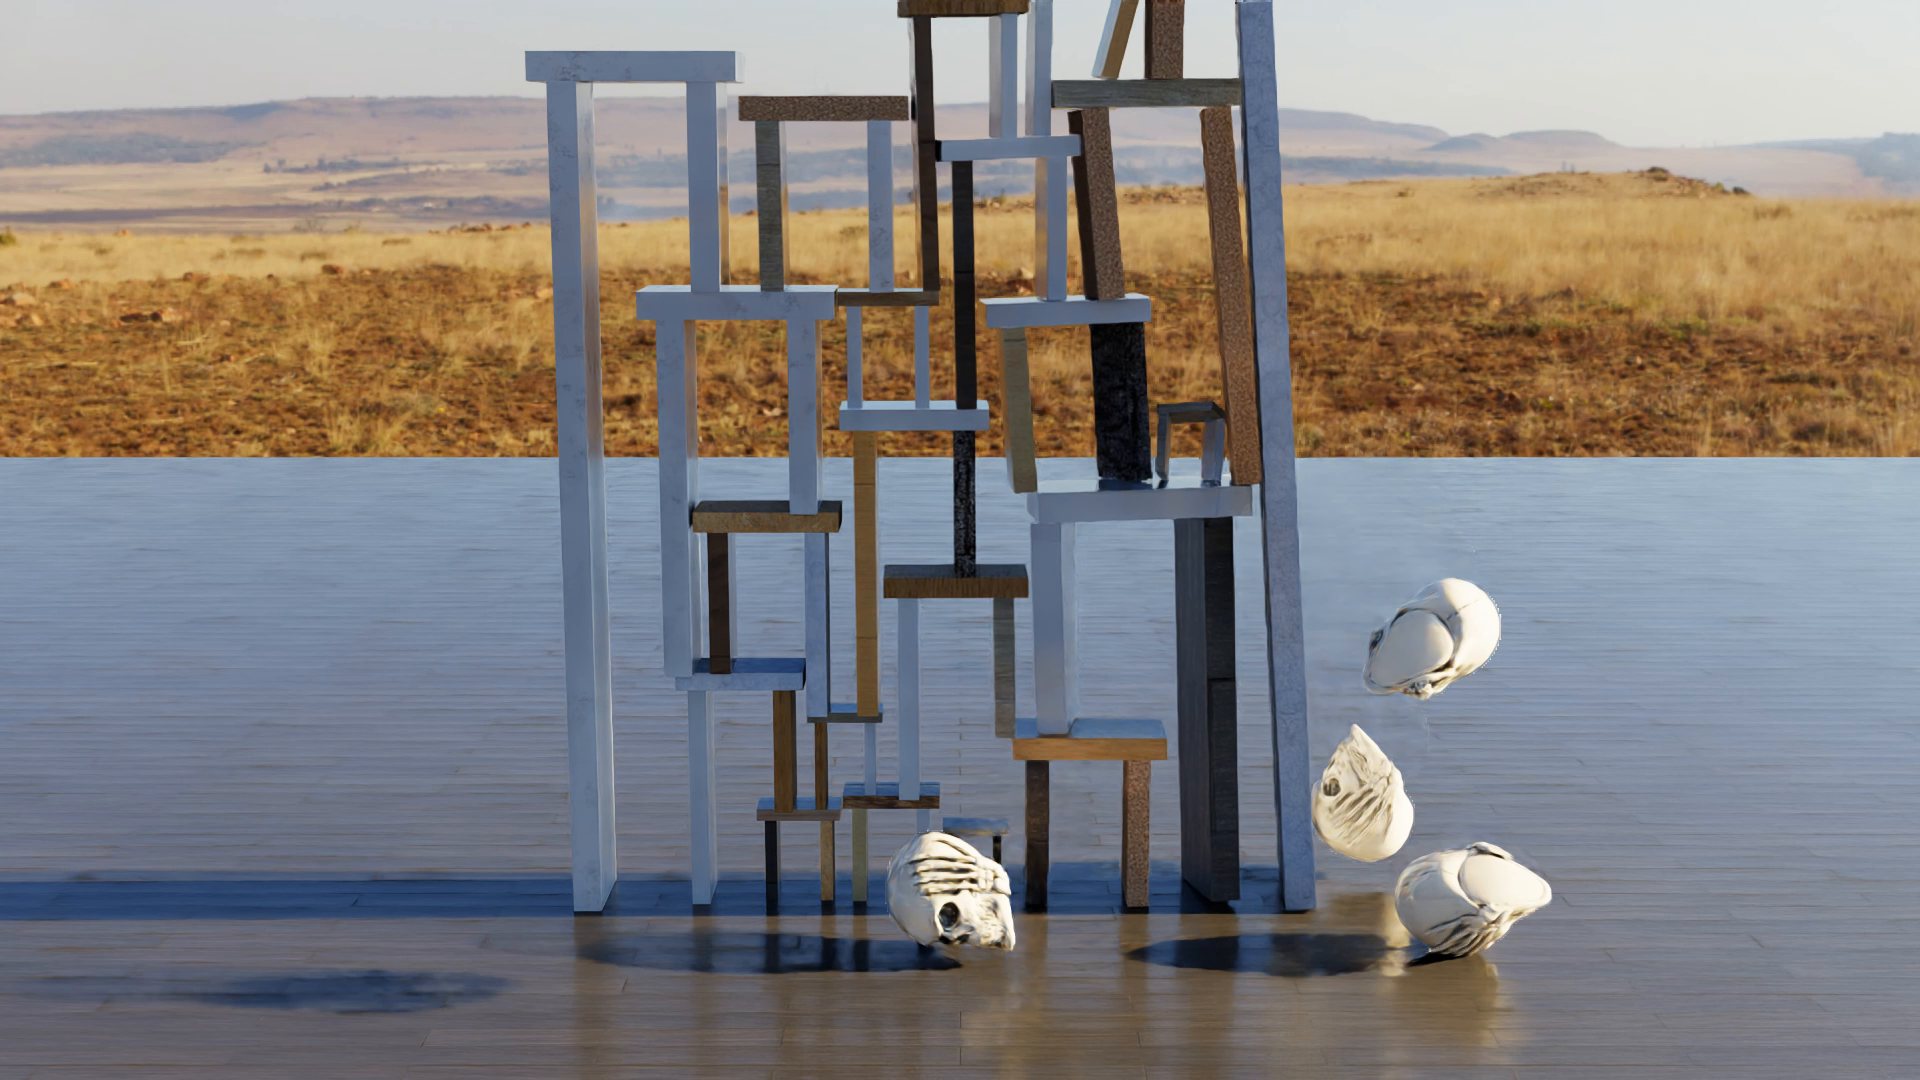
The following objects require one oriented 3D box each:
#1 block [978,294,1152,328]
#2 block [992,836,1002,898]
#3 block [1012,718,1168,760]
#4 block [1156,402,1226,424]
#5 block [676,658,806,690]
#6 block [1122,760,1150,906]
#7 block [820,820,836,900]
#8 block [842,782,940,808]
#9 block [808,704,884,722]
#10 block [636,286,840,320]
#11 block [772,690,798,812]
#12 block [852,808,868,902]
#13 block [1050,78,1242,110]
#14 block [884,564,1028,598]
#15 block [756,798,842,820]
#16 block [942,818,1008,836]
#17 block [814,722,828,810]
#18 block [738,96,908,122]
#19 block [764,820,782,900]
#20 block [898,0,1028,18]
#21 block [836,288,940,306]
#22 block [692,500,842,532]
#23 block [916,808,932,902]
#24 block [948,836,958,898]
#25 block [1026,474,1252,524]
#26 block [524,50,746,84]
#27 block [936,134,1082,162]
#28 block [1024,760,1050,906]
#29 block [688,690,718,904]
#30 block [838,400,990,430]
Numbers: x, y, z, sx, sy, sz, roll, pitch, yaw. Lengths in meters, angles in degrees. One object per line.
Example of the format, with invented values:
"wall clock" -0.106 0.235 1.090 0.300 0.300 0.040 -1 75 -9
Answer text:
"block" 0.166 -0.370 3.545 0.264 0.037 0.132 -3 10 -5
"block" 0.061 0.537 3.661 0.015 0.108 0.054 0 11 0
"block" 0.211 0.328 3.618 0.249 0.035 0.125 0 10 0
"block" 0.382 -0.210 3.634 0.102 0.014 0.051 -2 -20 33
"block" -0.357 0.219 3.601 0.206 0.029 0.103 0 11 0
"block" 0.291 0.467 3.647 0.035 0.249 0.125 0 11 0
"block" -0.220 0.522 3.658 0.019 0.137 0.068 0 11 0
"block" -0.113 0.423 3.642 0.158 0.022 0.079 0 11 0
"block" -0.188 0.284 3.609 0.122 0.017 0.061 0 10 0
"block" -0.349 -0.377 3.488 0.307 0.043 0.153 0 11 0
"block" -0.288 0.335 3.623 0.029 0.206 0.103 0 11 0
"block" -0.166 0.511 3.658 0.022 0.158 0.079 0 11 0
"block" 0.286 -0.711 3.507 0.297 0.042 0.149 -2 10 -6
"block" -0.007 0.066 3.571 0.231 0.033 0.116 0 10 -1
"block" -0.265 0.446 3.644 0.137 0.019 0.068 0 11 0
"block" 0.025 0.476 3.650 0.108 0.015 0.054 0 11 0
"block" -0.228 0.365 3.624 0.017 0.147 0.061 0 11 0
"block" -0.211 -0.675 3.440 0.260 0.037 0.130 0 11 -1
"block" -0.311 0.522 3.658 0.019 0.137 0.068 0 11 0
"block" 0.003 -0.832 3.431 0.189 0.027 0.094 -4 10 -11
"block" -0.114 -0.385 3.489 0.161 0.023 0.081 0 10 -1
"block" -0.309 -0.038 3.550 0.231 0.033 0.116 0 11 0
"block" -0.060 0.511 3.658 0.022 0.158 0.079 0 11 0
"block" -0.011 0.537 3.661 0.015 0.108 0.054 0 11 0
"block" 0.290 -0.068 3.593 0.345 0.049 0.172 -2 8 -4
"block" -0.501 -0.735 3.419 0.320 0.045 0.160 0 11 0
"block" 0.071 -0.620 3.479 0.225 0.032 0.113 -5 11 -11
"block" 0.127 0.468 3.645 0.035 0.249 0.125 0 10 0
"block" -0.425 0.412 3.637 0.029 0.362 0.103 0 11 0
"block" -0.073 -0.200 3.526 0.237 0.034 0.118 0 10 -1
